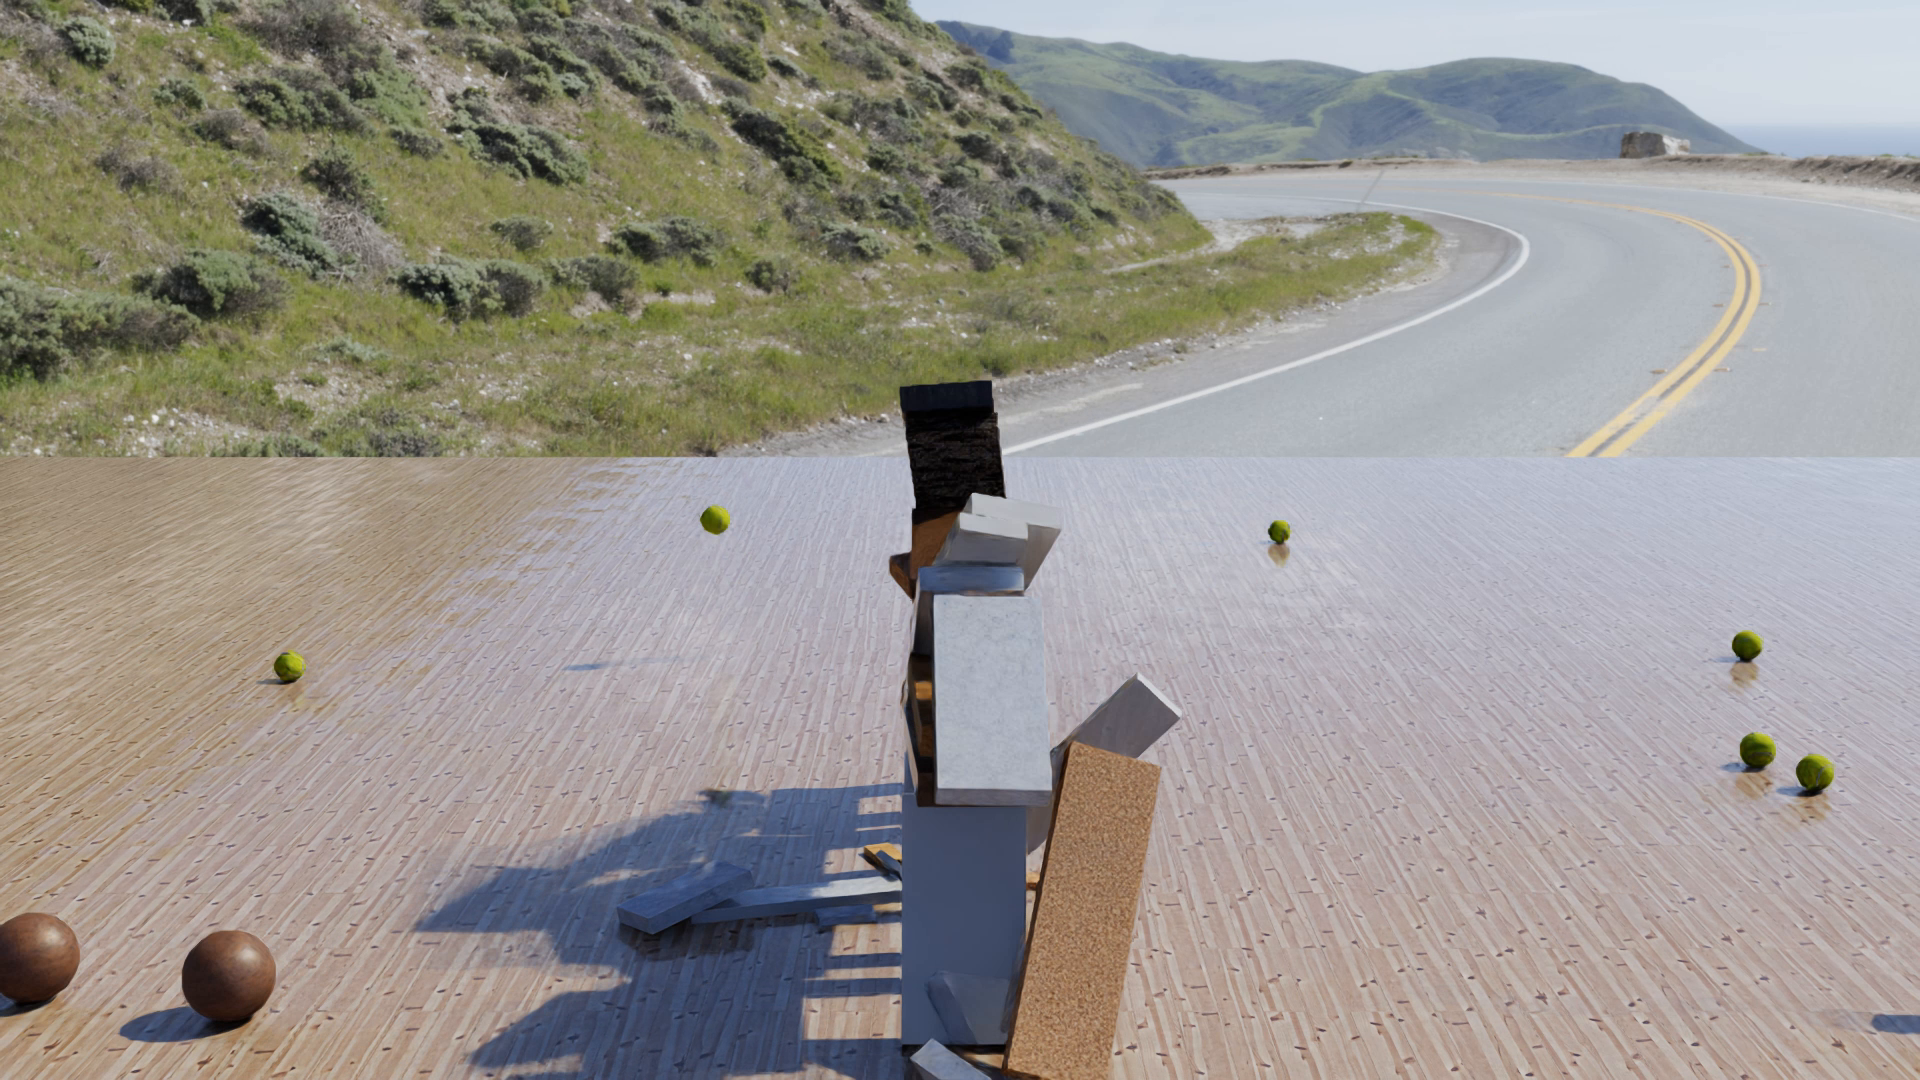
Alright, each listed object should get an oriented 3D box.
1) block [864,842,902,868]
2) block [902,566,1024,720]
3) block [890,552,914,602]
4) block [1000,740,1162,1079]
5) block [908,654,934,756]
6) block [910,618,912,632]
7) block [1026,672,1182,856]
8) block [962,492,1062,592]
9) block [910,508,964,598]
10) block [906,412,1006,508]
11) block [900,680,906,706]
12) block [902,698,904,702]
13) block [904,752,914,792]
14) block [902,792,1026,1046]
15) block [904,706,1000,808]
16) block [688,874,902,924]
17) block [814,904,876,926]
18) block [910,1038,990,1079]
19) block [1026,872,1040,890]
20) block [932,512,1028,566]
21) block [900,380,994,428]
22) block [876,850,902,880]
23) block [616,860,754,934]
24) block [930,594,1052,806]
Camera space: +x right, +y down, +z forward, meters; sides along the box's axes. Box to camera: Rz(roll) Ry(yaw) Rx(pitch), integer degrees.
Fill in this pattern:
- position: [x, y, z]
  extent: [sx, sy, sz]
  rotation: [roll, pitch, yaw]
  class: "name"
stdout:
- position: [-0.129, 0.551, 3.841]
  extent: [0.047, 0.013, 0.094]
  rotation: [-5, 12, -24]
  class: "block"
- position: [0.001, 0.165, 3.253]
  extent: [0.149, 0.365, 0.042]
  rotation: [0, 53, -6]
  class: "block"
- position: [-0.012, 0.080, 3.484]
  extent: [0.119, 0.034, 0.239]
  rotation: [-12, 30, -20]
  class: "block"
- position: [0.168, 0.508, 2.975]
  extent: [0.133, 0.471, 0.038]
  rotation: [16, -29, -6]
  class: "block"
- position: [0.010, 0.229, 3.074]
  extent: [0.148, 0.042, 0.297]
  rotation: [2, 16, -5]
  class: "block"
- position: [-0.005, 0.162, 3.466]
  extent: [0.119, 0.034, 0.238]
  rotation: [1, 9, -9]
  class: "block"
- position: [0.179, 0.397, 3.663]
  extent: [0.099, 0.434, 0.028]
  rotation: [43, 19, -8]
  class: "block"
- position: [0.041, 0.034, 3.208]
  extent: [0.133, 0.266, 0.038]
  rotation: [10, 53, -14]
  class: "block"
- position: [-0.018, 0.018, 3.528]
  extent: [0.119, 0.034, 0.239]
  rotation: [-1, 28, 0]
  class: "block"
- position: [0.006, -0.037, 3.726]
  extent: [0.150, 0.401, 0.042]
  rotation: [-4, 39, 4]
  class: "block"
- position: [-0.057, 0.250, 3.566]
  extent: [0.075, 0.021, 0.150]
  rotation: [3, -11, -2]
  class: "block"
- position: [-0.042, 0.252, 3.466]
  extent: [0.075, 0.021, 0.150]
  rotation: [4, -13, -10]
  class: "block"
- position: [0.004, 0.486, 3.281]
  extent: [0.171, 0.343, 0.049]
  rotation: [0, 0, 0]
  class: "block"
- position: [0.005, 0.526, 3.066]
  extent: [0.171, 0.343, 0.049]
  rotation: [0, -3, 1]
  class: "block"
- position: [0.014, 0.307, 3.168]
  extent: [0.171, 0.049, 0.343]
  rotation: [-1, 11, -5]
  class: "block"
- position: [-0.268, 0.590, 3.612]
  extent: [0.364, 0.021, 0.075]
  rotation: [-3, 11, -17]
  class: "block"
- position: [-0.185, 0.605, 3.550]
  extent: [0.094, 0.013, 0.047]
  rotation: [-3, 11, -14]
  class: "block"
- position: [0.049, 0.709, 2.667]
  extent: [0.038, 0.133, 0.265]
  rotation: [-39, 26, -19]
  class: "block"
- position: [0.101, 0.577, 3.702]
  extent: [0.096, 0.014, 0.048]
  rotation: [-3, 11, -14]
  class: "block"
- position: [0.017, 0.037, 3.153]
  extent: [0.099, 0.199, 0.028]
  rotation: [9, 53, -15]
  class: "block"
- position: [-0.017, -0.207, 3.719]
  extent: [0.150, 0.042, 0.300]
  rotation: [-4, -11, 1]
  class: "block"
- position: [-0.106, 0.558, 3.715]
  extent: [0.014, 0.048, 0.096]
  rotation: [-42, 24, -14]
  class: "block"
- position: [-0.444, 0.575, 3.554]
  extent: [0.199, 0.028, 0.099]
  rotation: [-21, 17, -36]
  class: "block"
- position: [0.039, 0.211, 2.929]
  extent: [0.148, 0.042, 0.297]
  rotation: [2, 55, -5]
  class: "block"
